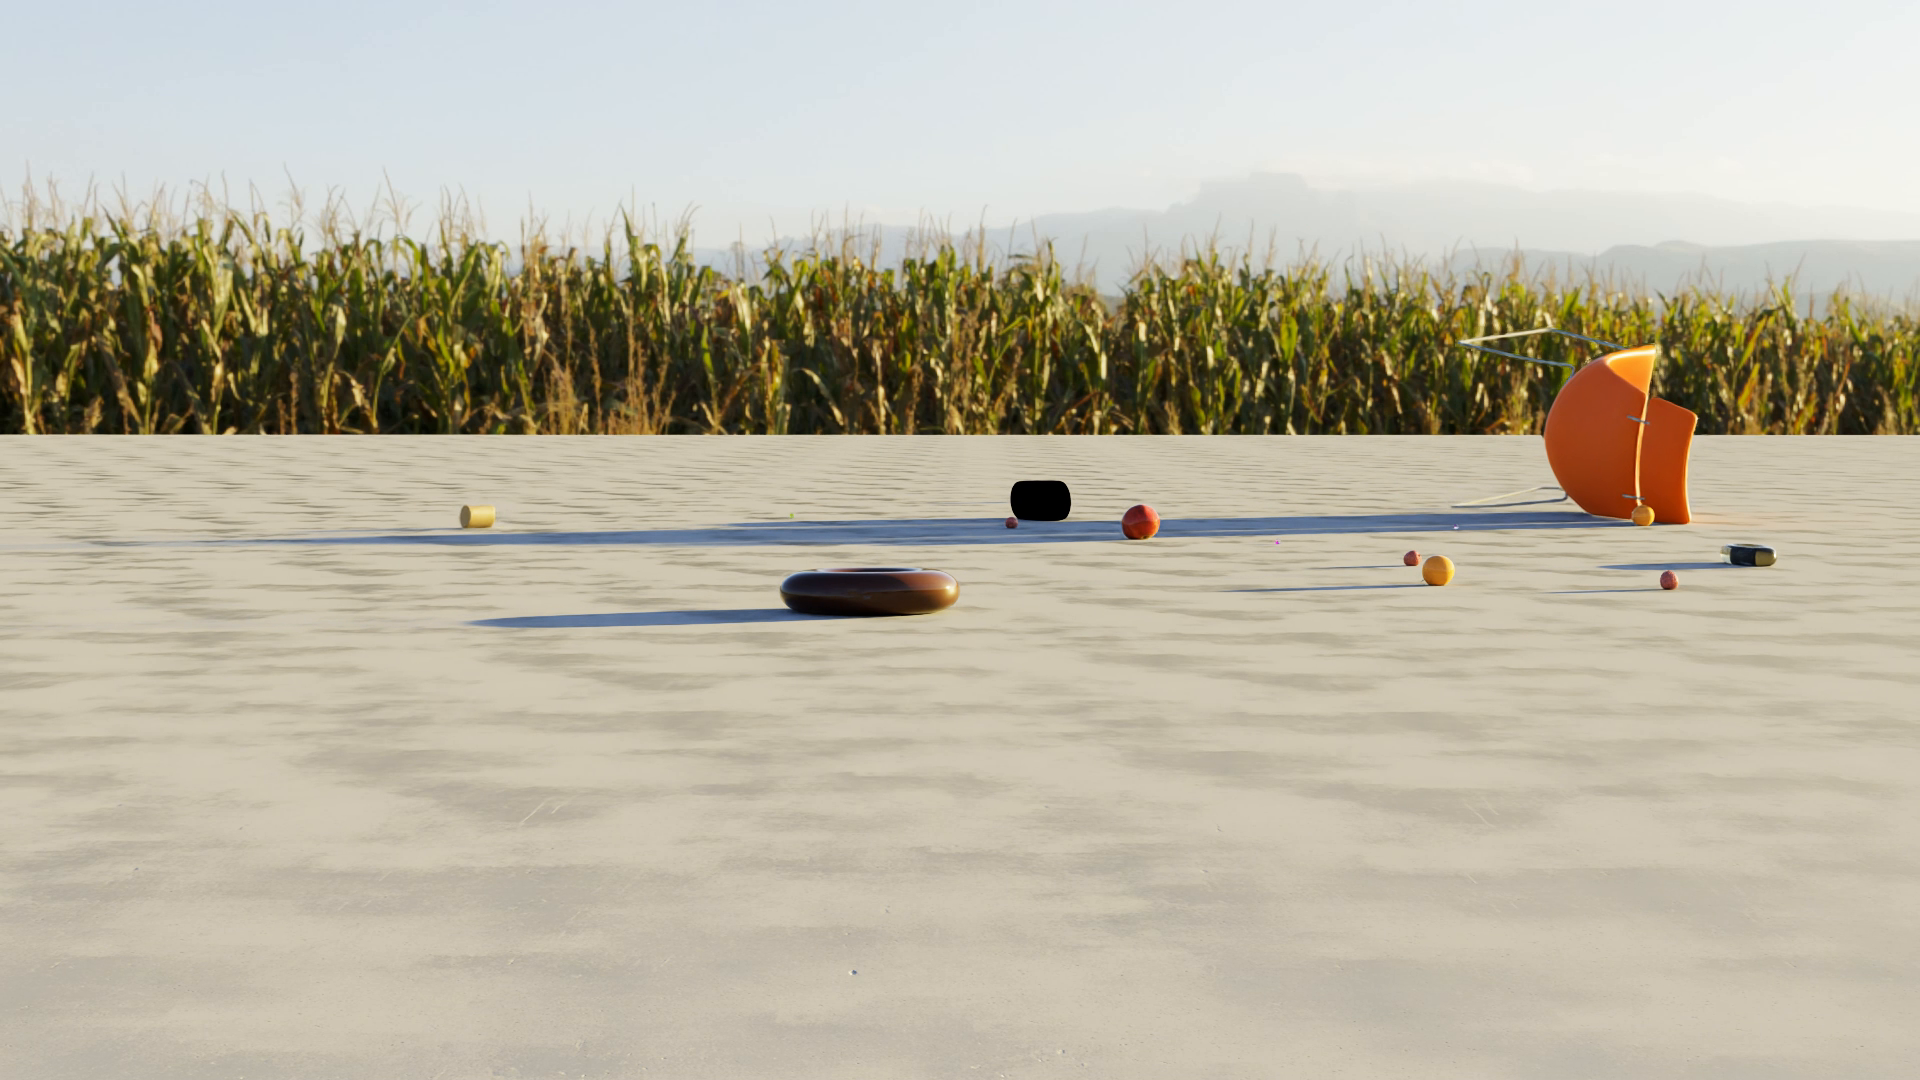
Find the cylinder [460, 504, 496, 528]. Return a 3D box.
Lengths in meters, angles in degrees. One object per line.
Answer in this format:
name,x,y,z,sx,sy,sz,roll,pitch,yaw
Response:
cylinder,-1.560,-0.076,7.112,0.087,0.067,0.084,-3,-34,-39

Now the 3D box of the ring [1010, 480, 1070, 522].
ring,0.276,-0.136,7.567,0.139,0.134,0.310,-6,5,-32

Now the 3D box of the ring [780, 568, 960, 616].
ring,-0.182,0.103,4.435,0.368,0.086,0.234,0,3,6

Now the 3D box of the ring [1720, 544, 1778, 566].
ring,2.021,0.038,5.638,0.110,0.050,0.184,-2,5,-16
